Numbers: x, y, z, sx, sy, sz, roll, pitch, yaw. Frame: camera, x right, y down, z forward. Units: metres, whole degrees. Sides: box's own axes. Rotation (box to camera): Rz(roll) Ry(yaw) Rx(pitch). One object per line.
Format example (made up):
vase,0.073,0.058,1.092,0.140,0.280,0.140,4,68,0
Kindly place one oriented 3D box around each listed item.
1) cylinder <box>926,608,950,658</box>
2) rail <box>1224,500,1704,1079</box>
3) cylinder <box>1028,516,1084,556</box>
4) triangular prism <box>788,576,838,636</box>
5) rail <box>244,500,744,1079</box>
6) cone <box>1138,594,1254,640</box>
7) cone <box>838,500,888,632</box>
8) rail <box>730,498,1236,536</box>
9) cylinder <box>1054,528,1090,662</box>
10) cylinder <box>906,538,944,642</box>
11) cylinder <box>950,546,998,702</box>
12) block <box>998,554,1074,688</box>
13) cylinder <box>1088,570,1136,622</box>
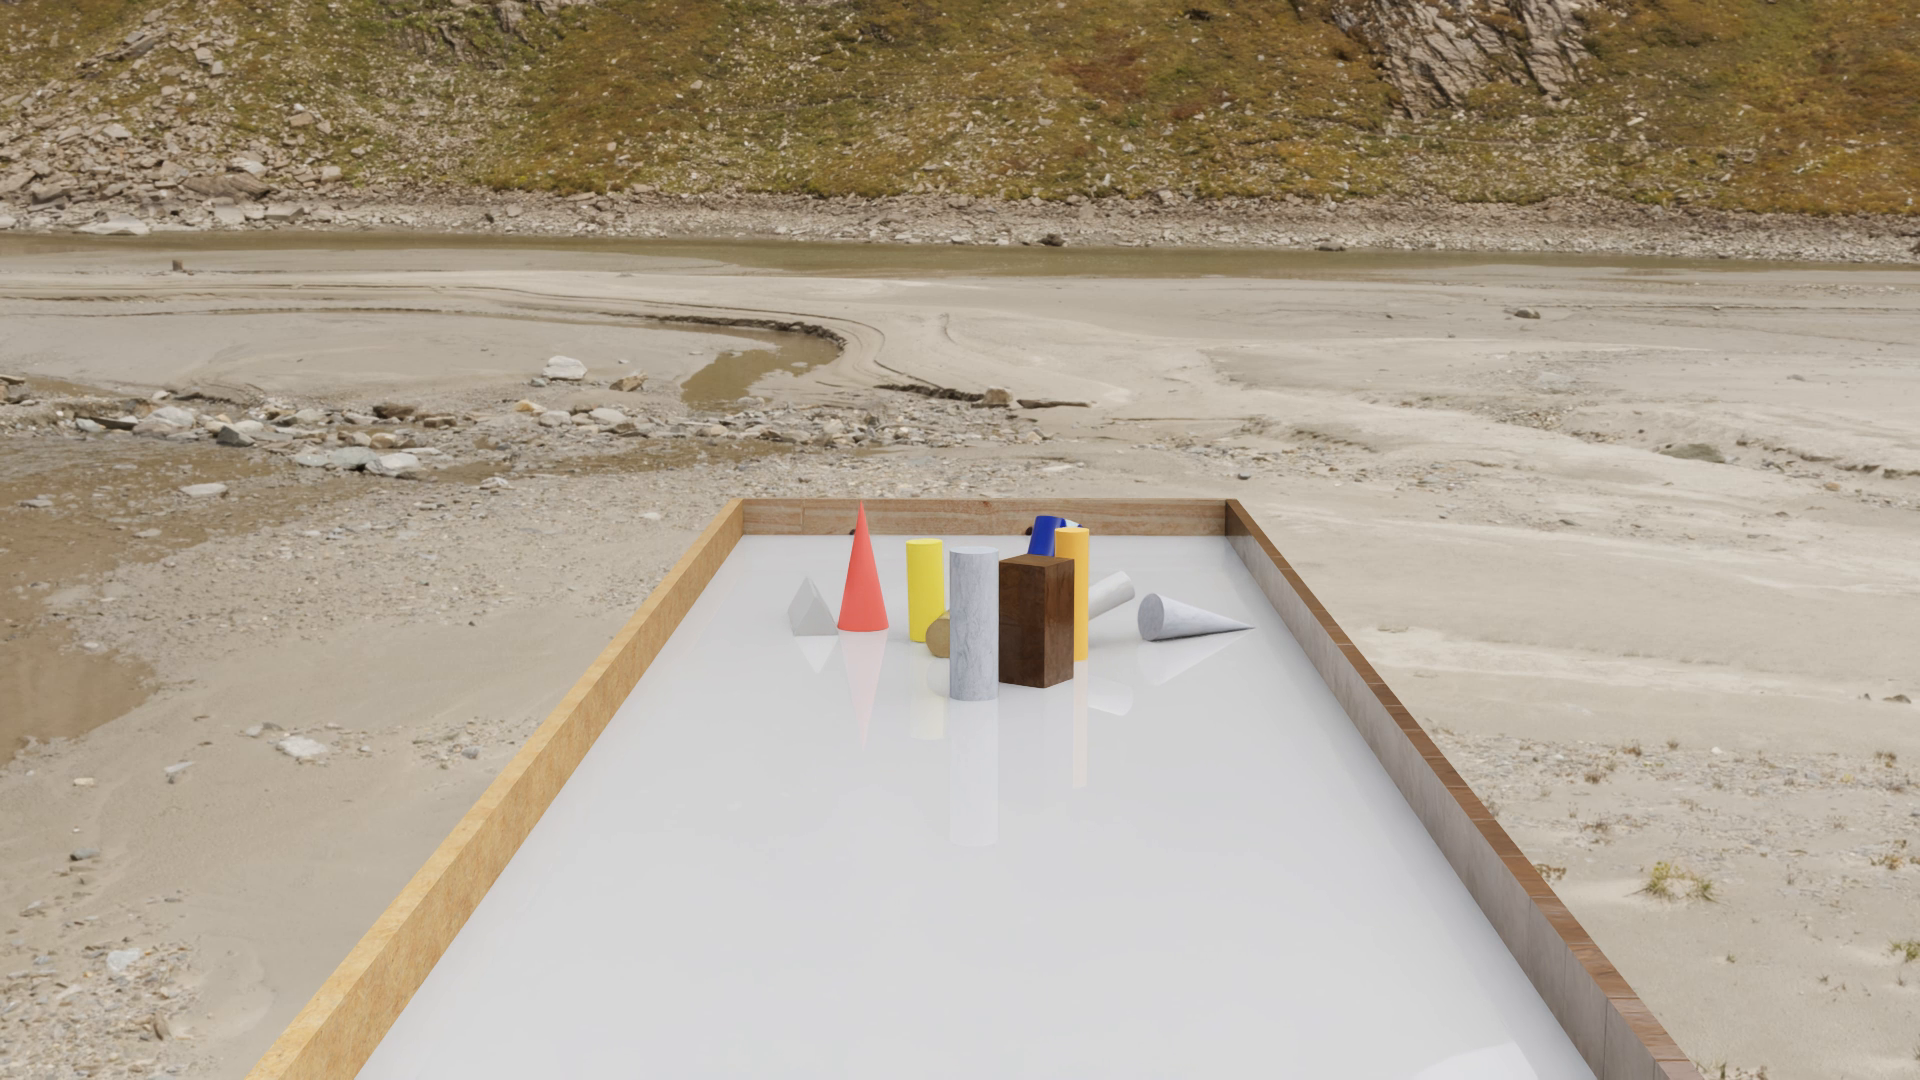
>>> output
cylinder,-0.003,0.270,6.913,0.123,0.123,0.397,2,9,12
rail,1.046,0.843,3.208,0.050,0.150,12.000,0,9,1
cylinder,0.277,0.118,7.001,0.160,0.361,0.160,13,-12,3
triangular prism,-0.488,0.212,7.262,0.141,0.122,0.414,-1,9,-8
rail,-1.004,0.839,3.234,0.050,0.150,12.000,0,9,1
cone,0.790,0.266,7.092,0.422,0.151,0.151,7,5,-29
cone,-0.319,0.075,7.180,0.170,0.424,0.170,0,9,0
rail,0.099,-0.098,9.147,2.100,0.150,0.050,0,9,1
cylinder,0.340,0.165,6.702,0.104,0.397,0.104,0,9,0
cylinder,-0.108,0.159,6.992,0.116,0.313,0.116,-2,8,0
cylinder,0.040,0.234,6.190,0.138,0.420,0.138,0,9,0
block,0.219,0.234,6.400,0.165,0.355,0.165,6,11,33
cylinder,0.347,0.225,6.849,0.418,0.100,0.100,-25,19,-22
